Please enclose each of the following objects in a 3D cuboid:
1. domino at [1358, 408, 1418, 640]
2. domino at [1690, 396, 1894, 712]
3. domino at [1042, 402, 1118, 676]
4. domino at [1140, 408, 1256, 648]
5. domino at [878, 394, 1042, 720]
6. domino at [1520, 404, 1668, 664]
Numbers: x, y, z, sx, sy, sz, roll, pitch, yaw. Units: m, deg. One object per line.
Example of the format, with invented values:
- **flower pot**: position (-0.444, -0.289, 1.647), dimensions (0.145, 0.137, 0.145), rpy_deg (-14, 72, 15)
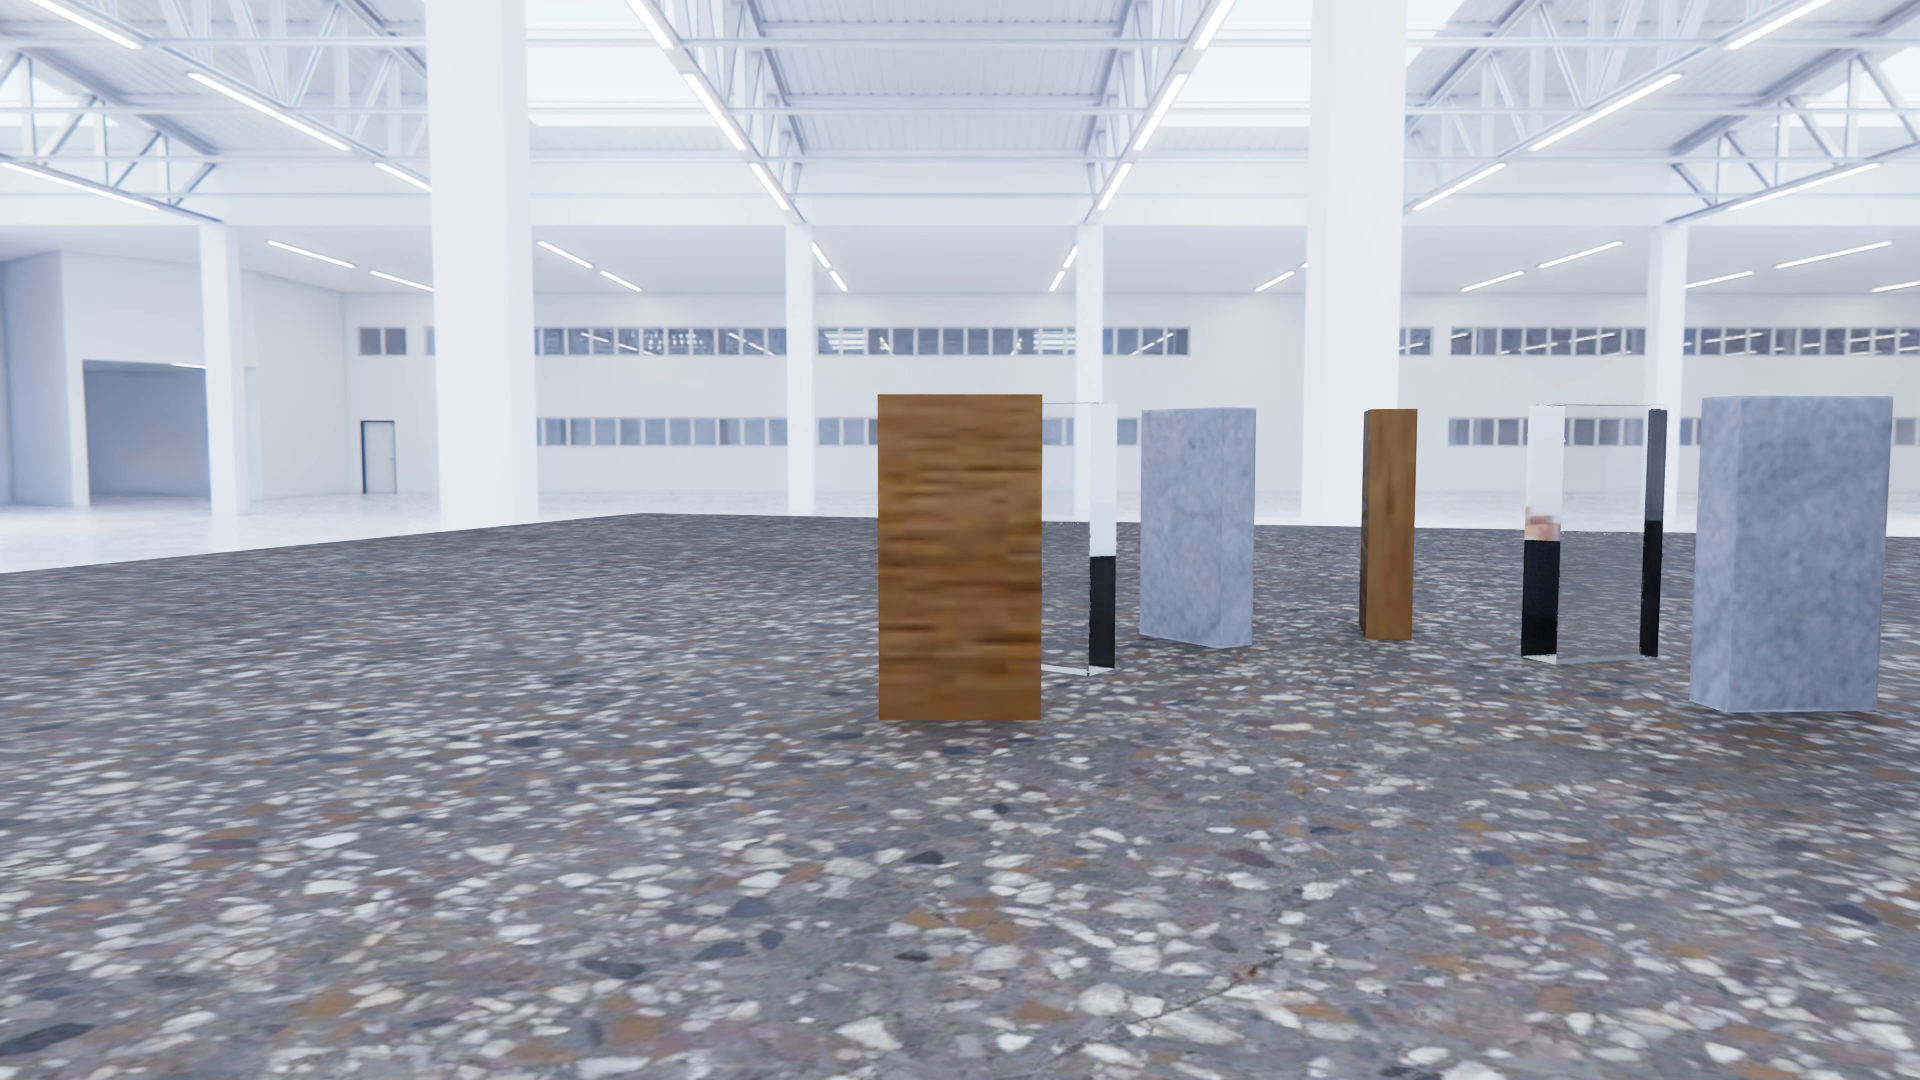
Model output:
- **domino**: position (0.096, -0.004, 0.290), dimensions (0.009, 0.050, 0.025), rpy_deg (1, 4, 14)
- **domino**: position (0.134, 0.002, 0.207), dimensions (0.025, 0.050, 0.010), rpy_deg (0, 4, -4)
- **domino**: position (0.016, -0.001, 0.245), dimensions (0.025, 0.050, 0.009), rpy_deg (3, 5, 37)
- **domino**: position (0.051, -0.003, 0.278), dimensions (0.009, 0.050, 0.025), rpy_deg (-3, 5, -34)
- **domino**: position (0.000, 0.002, 0.201), dimensions (0.025, 0.050, 0.010), rpy_deg (0, 4, 0)
- **domino**: position (0.126, -0.002, 0.254), dimensions (0.025, 0.050, 0.009), rpy_deg (-1, 5, -18)
